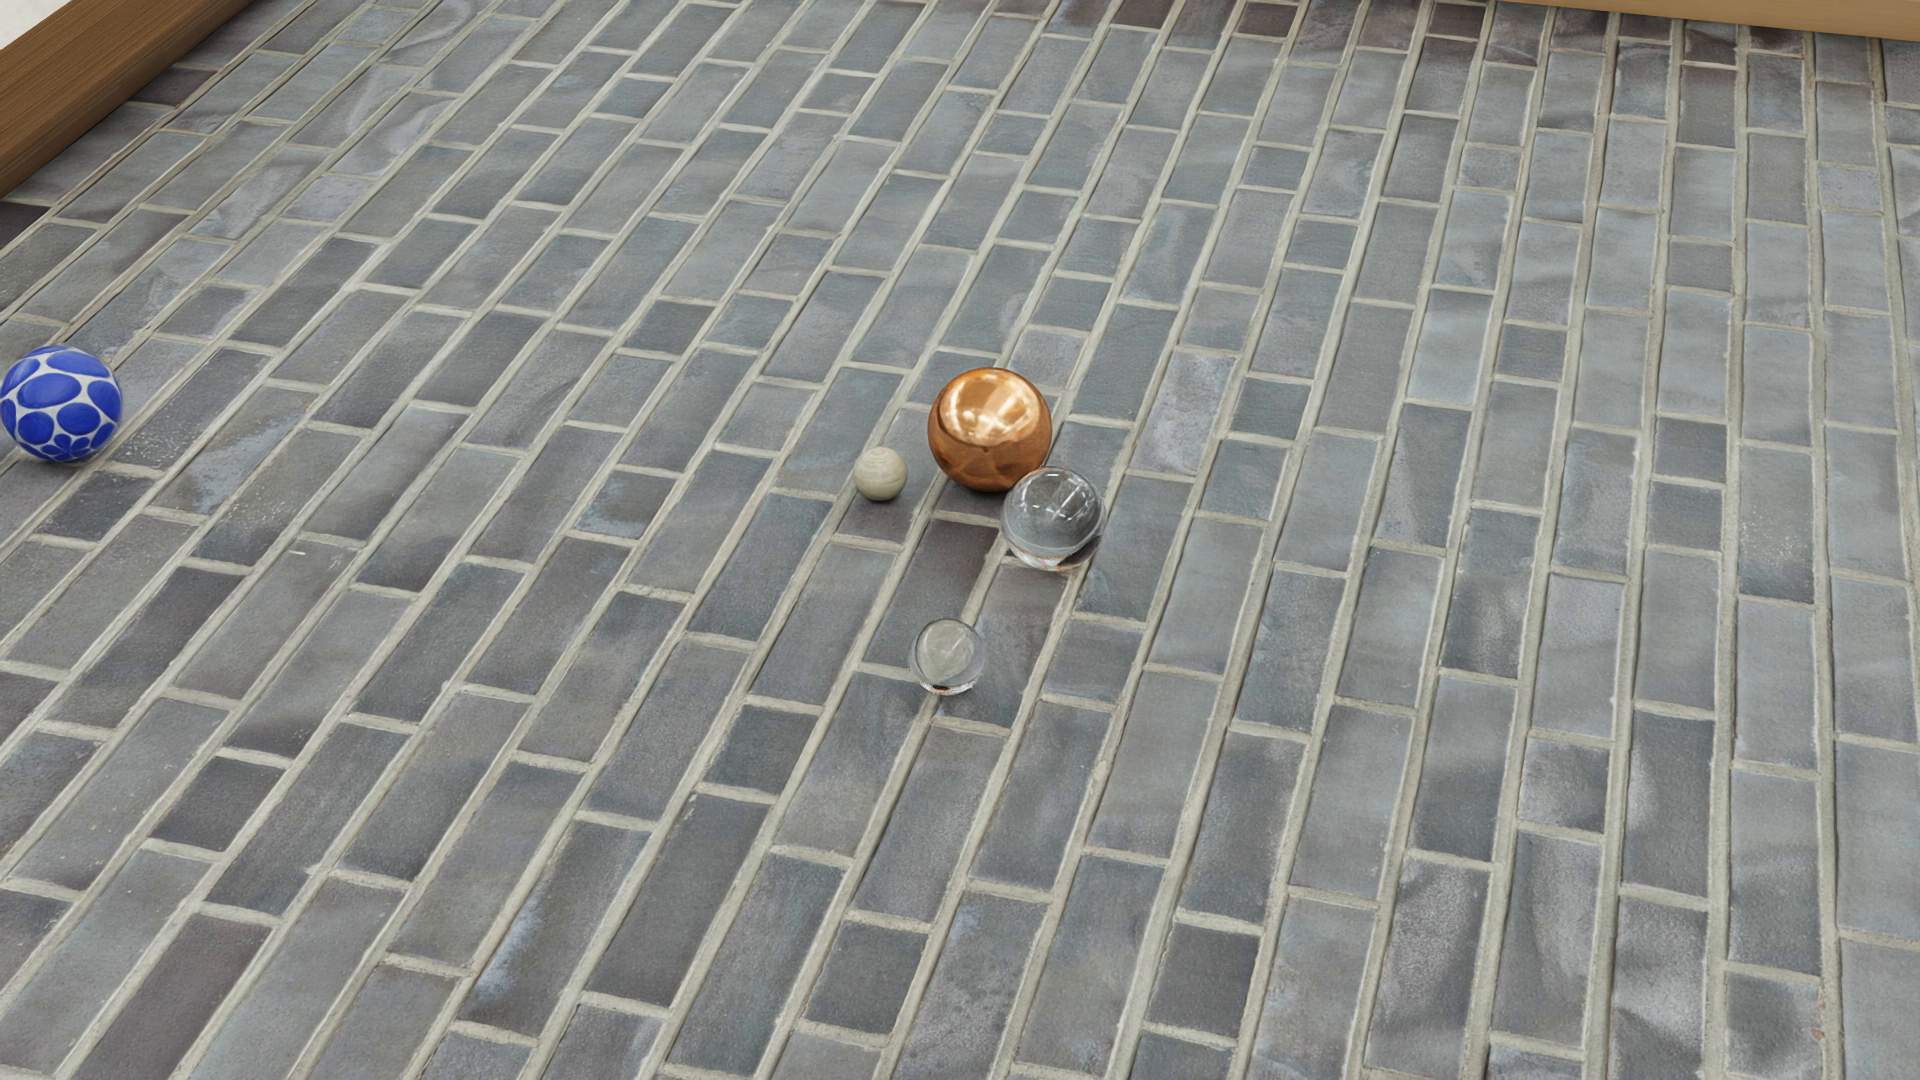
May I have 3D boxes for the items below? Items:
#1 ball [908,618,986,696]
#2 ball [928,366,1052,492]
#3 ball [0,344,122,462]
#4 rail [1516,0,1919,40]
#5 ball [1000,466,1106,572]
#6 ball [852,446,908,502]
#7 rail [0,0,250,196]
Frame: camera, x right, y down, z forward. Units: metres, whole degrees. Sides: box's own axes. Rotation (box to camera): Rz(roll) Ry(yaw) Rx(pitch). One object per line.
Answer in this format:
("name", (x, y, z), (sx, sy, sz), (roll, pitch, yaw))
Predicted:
("ball", (-0.009, 0.082, 1.796), (0.054, 0.054, 0.054), (0, 34, 0))
("ball", (0.023, -0.086, 2.003), (0.098, 0.098, 0.098), (0, 34, 0))
("ball", (-0.716, -0.109, 2.042), (0.093, 0.093, 0.093), (0, 34, 0))
("rail", (1.320, -0.533, 2.632), (4.183, 0.129, 0.045), (8, 35, 12))
("ball", (0.070, -0.016, 1.917), (0.079, 0.079, 0.079), (0, 34, 0))
("ball", (-0.062, -0.052, 2.002), (0.043, 0.043, 0.043), (0, 34, 0))
("rail", (-0.988, -0.172, 2.100), (0.045, 0.129, 2.469), (8, 35, 12))
